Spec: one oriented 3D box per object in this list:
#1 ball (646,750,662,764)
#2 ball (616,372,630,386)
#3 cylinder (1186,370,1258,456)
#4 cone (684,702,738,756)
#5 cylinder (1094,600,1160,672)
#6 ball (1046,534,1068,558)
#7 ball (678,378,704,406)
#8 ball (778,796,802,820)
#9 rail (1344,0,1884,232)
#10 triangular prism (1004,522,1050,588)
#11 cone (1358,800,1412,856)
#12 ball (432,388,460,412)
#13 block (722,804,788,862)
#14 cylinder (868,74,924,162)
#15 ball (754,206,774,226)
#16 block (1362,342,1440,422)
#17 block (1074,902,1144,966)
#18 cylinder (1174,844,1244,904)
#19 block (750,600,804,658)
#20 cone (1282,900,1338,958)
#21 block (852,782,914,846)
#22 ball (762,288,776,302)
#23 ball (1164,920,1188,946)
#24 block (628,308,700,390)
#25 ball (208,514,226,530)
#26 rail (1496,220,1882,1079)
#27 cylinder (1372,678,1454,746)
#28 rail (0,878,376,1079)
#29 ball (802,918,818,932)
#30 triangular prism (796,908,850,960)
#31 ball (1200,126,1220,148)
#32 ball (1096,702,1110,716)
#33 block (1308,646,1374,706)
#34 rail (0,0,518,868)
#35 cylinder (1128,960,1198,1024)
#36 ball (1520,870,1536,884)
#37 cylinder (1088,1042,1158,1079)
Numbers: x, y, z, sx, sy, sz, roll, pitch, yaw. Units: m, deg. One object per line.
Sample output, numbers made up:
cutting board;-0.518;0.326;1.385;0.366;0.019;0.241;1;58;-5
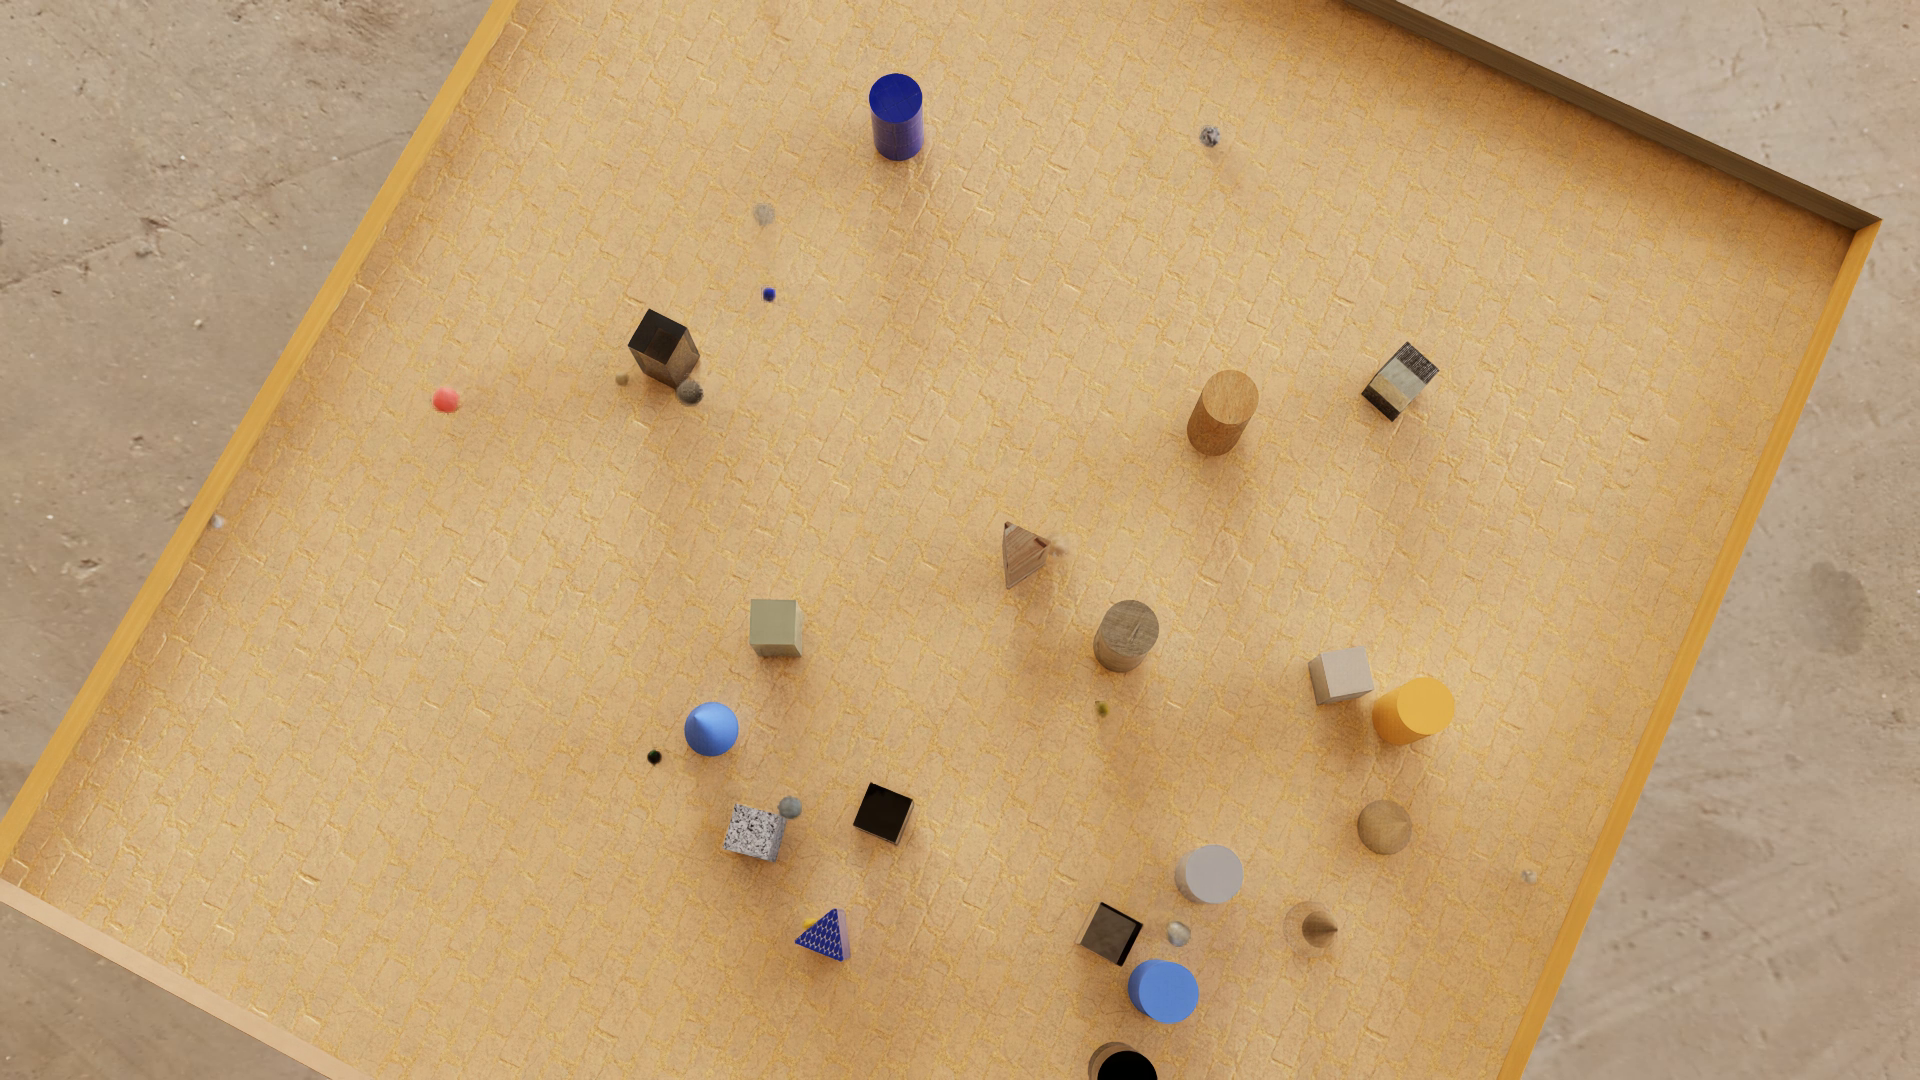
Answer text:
ball;-0.911;0.648;5.460;0.044;0.044;0.044;0;78;0
ball;-1.050;-0.501;5.697;0.043;0.043;0.043;0;78;0
cylinder;0.786;-0.378;5.502;0.164;0.375;0.164;0;78;0
cone;-0.746;0.531;5.319;0.164;0.366;0.164;0;78;0
cylinder;0.485;0.286;5.382;0.164;0.343;0.164;0;78;0
ball;0.295;0.016;5.575;0.073;0.073;0.073;0;78;0
ball;-0.834;-0.458;5.669;0.081;0.081;0.081;0;78;0
ball;-0.503;0.791;5.418;0.068;0.068;0.068;0;78;0
rail;0.972;-1.899;5.952;4.242;0.106;0.045;26;80;5
triangular prism;0.167;0.030;5.444;0.142;0.325;0.123;-34;80;-7
cone;1.261;0.824;5.301;0.164;0.283;0.164;0;78;0
ball;-1.589;-0.434;5.665;0.078;0.078;0.078;0;78;0
block;-0.592;0.852;5.316;0.131;0.242;0.131;14;79;3
cylinder;-0.197;-1.322;5.742;0.164;0.287;0.164;0;78;0
ball;-0.619;-1.027;5.796;0.063;0.063;0.063;0;78;0
block;1.342;-0.481;5.591;0.131;0.242;0.131;44;82;8
block;0.420;1.123;5.226;0.131;0.310;0.131;28;80;5
cylinder;0.715;0.965;5.280;0.164;0.267;0.164;0;78;0
block;-0.542;0.263;5.428;0.131;0.261;0.131;1;78;0
cone;1.029;1.102;5.182;0.164;0.405;0.164;0;78;0
block;-0.219;0.798;5.323;0.131;0.251;0.131;22;79;4
ball;-0.599;-0.771;5.753;0.042;0.042;0.042;0;78;0
ball;0.632;1.146;5.344;0.070;0.070;0.070;0;78;0
block;-0.901;-0.577;5.590;0.131;0.283;0.131;27;80;5
ball;-2.273;-0.055;5.601;0.051;0.051;0.051;0;78;0
rail;1.876;0.924;5.370;0.045;0.106;4.395;26;80;5
cylinder;1.320;0.502;5.348;0.164;0.322;0.164;0;78;0
rail;-0.972;1.910;5.167;4.242;0.106;0.045;26;80;5
ball;-0.439;1.127;5.362;0.042;0.042;0.042;0;78;0
triangular prism;-0.365;1.105;5.201;0.142;0.366;0.123;21;79;4
ball;0.799;-1.287;5.848;0.065;0.065;0.065;0;78;0
ball;0.428;0.508;5.490;0.042;0.042;0.042;0;78;0
block;1.126;0.402;5.426;0.131;0.209;0.131;-10;79;-2
rail;-1.876;-0.913;5.749;0.045;0.106;4.395;26;80;5
cylinder;0.571;1.272;5.178;0.164;0.344;0.164;0;78;0
ball;1.671;0.990;5.390;0.042;0.042;0.042;0;78;0
cylinder;0.451;1.498;5.119;0.164;0.369;0.164;0;78;0
